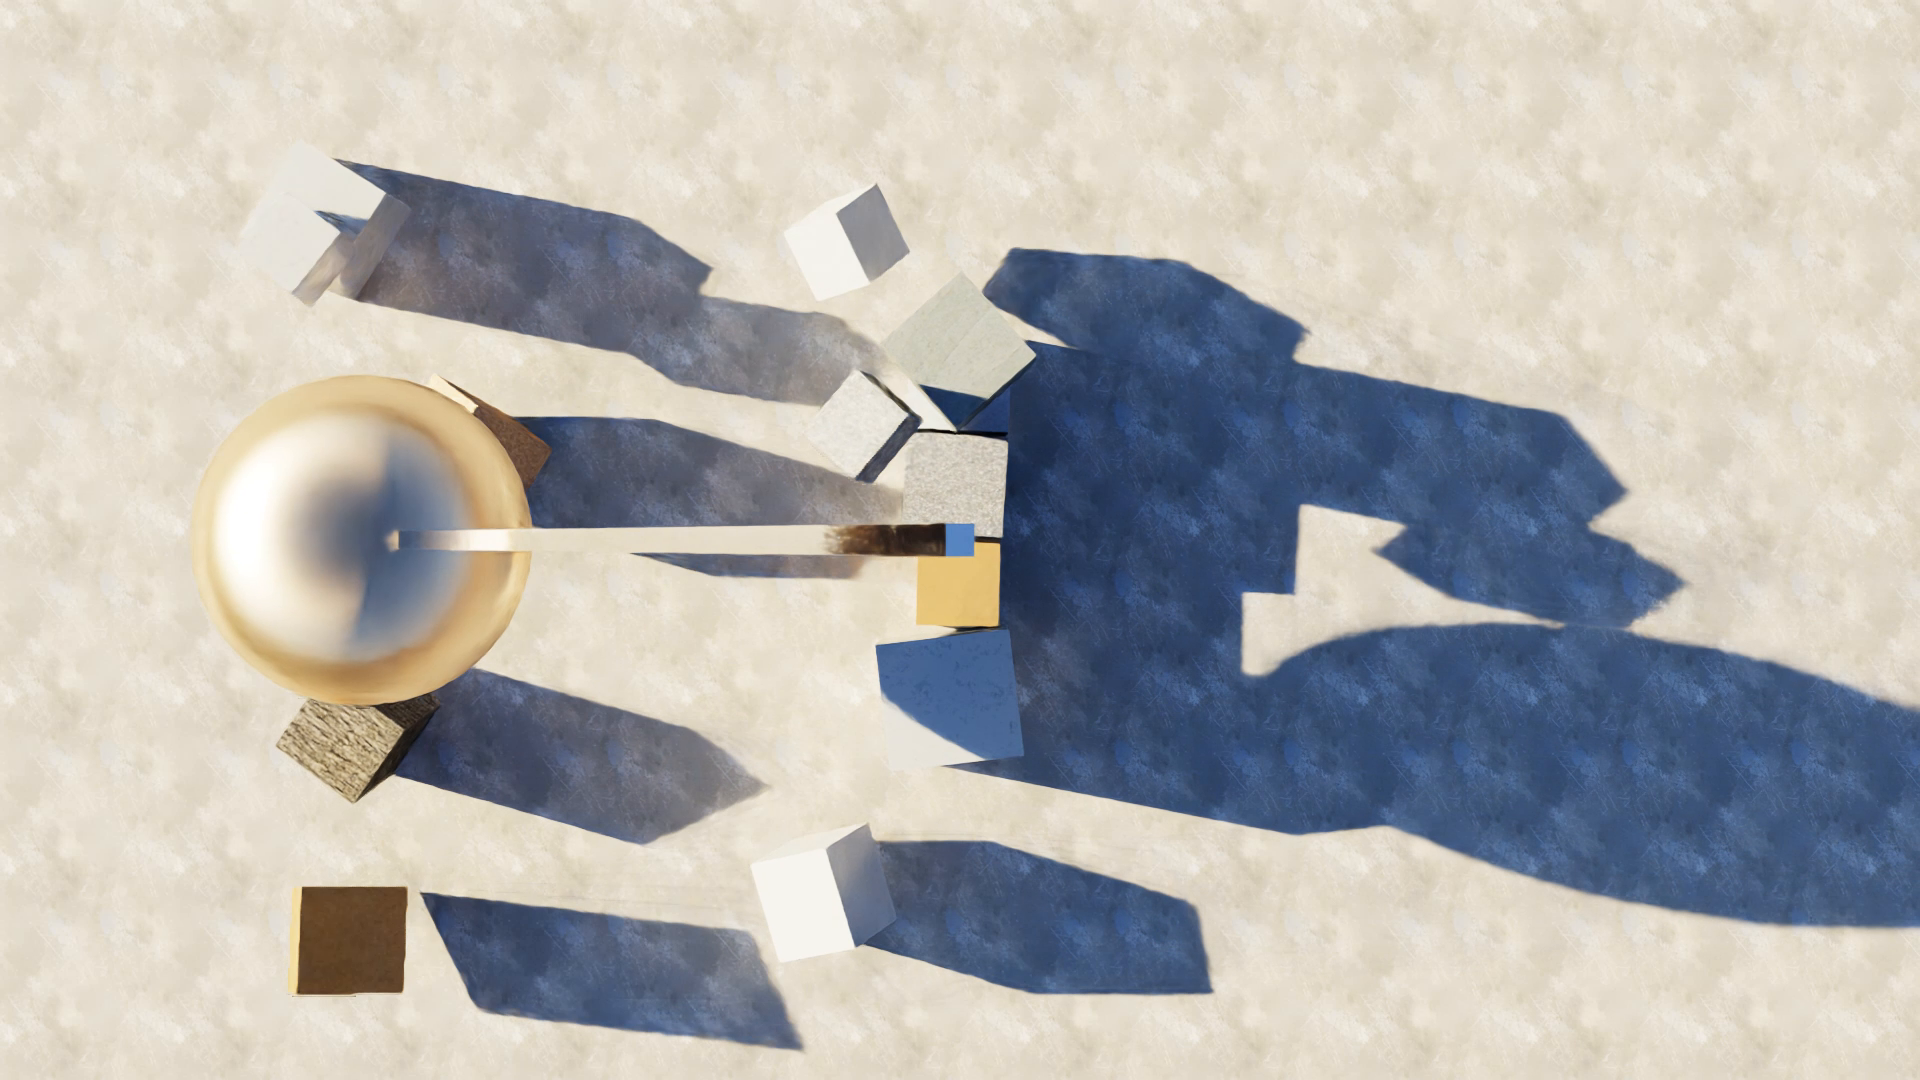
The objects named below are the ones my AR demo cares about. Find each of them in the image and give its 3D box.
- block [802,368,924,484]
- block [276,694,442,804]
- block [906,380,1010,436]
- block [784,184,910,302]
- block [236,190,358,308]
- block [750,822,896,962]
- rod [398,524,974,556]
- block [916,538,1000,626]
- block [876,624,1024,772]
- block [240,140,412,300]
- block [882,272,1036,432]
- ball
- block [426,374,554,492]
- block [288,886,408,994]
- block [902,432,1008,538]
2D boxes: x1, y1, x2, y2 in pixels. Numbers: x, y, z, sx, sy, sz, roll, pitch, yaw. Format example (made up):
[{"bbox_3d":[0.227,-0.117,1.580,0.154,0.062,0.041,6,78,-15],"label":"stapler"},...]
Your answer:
[{"bbox_3d":[-0.511,-0.602,11.686,0.376,0.383,0.443,42,97,10],"label":"block"},{"bbox_3d":[-3.454,1.060,12.660,0.553,0.553,0.565,37,105,0],"label":"block"},{"bbox_3d":[-0.005,-0.922,12.752,0.585,0.495,0.593,3,90,0],"label":"block"},{"bbox_3d":[-0.635,-1.680,12.414,0.397,0.455,0.435,-13,112,38],"label":"block"},{"bbox_3d":[-3.665,-1.604,12.167,0.391,0.395,0.425,37,84,3],"label":"block"},{"bbox_3d":[-0.778,2.021,12.634,0.505,0.548,0.589,-16,92,26],"label":"block"},{"bbox_3d":[-1.244,0.000,7.612,0.080,5.200,0.080,0,90,-29],"label":"rod"},{"bbox_3d":[-0.010,0.237,12.753,0.468,0.494,0.501,1,90,0],"label":"block"},{"bbox_3d":[-0.057,0.889,12.595,0.749,0.810,0.706,-7,90,0],"label":"block"},{"bbox_3d":[-3.651,-1.838,12.697,0.572,0.606,0.644,32,90,0],"label":"block"},{"bbox_3d":[-0.005,-1.026,12.148,0.578,0.711,0.608,-41,90,0],"label":"block"},{"bbox_3d":[-2.870,0.000,10.598,1.600,1.600,1.600,0,90,0],"label":"ball"},{"bbox_3d":[-2.831,-0.484,12.595,0.579,0.567,0.604,32,90,-44],"label":"block"},{"bbox_3d":[-3.487,2.272,12.510,0.575,0.633,0.588,3,79,-21],"label":"block"},{"bbox_3d":[-0.030,-0.314,12.703,0.572,0.593,0.562,4,90,0],"label":"block"}]
